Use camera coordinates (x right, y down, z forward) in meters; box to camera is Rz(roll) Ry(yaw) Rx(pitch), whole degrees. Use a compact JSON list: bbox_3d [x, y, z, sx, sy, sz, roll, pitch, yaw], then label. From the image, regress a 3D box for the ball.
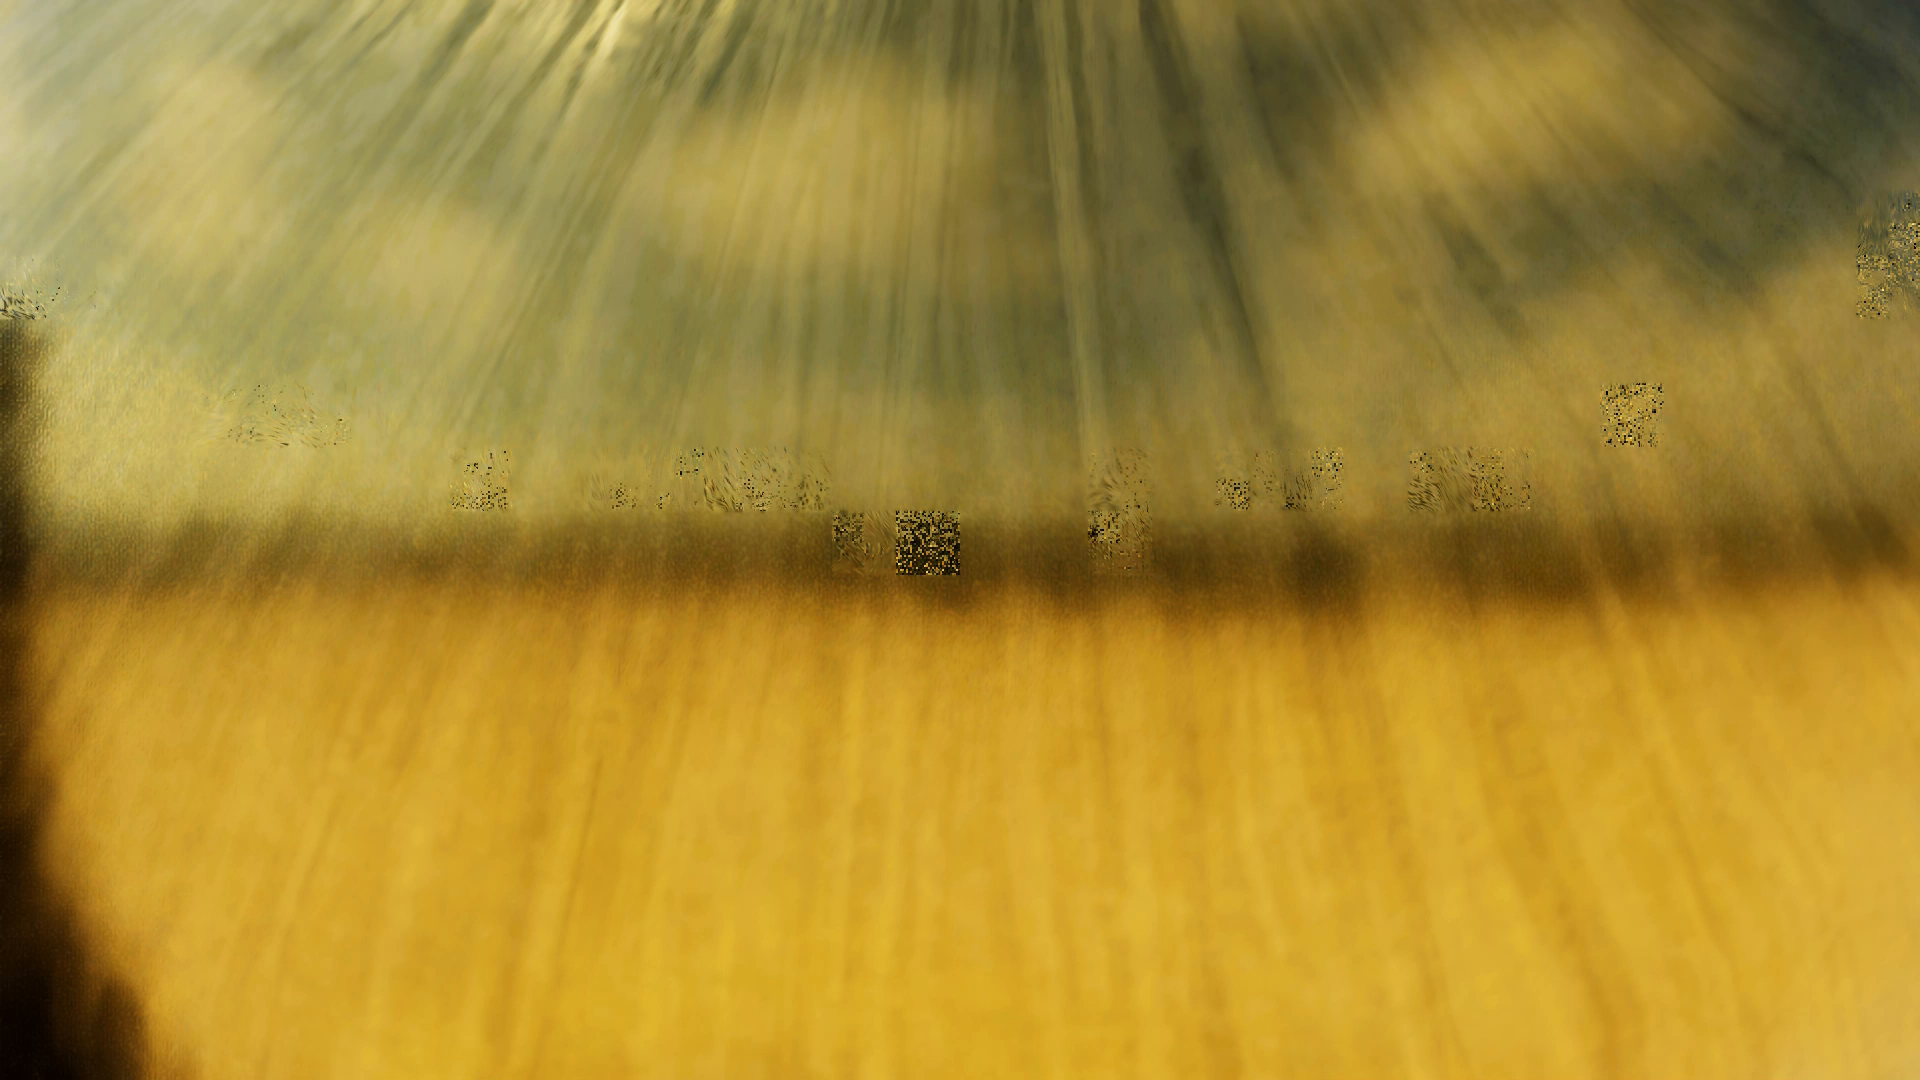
[{"bbox_3d":[0.000,-0.002,0.056,0.080,0.080,0.080,0,4,0],"label":"ball"}]
